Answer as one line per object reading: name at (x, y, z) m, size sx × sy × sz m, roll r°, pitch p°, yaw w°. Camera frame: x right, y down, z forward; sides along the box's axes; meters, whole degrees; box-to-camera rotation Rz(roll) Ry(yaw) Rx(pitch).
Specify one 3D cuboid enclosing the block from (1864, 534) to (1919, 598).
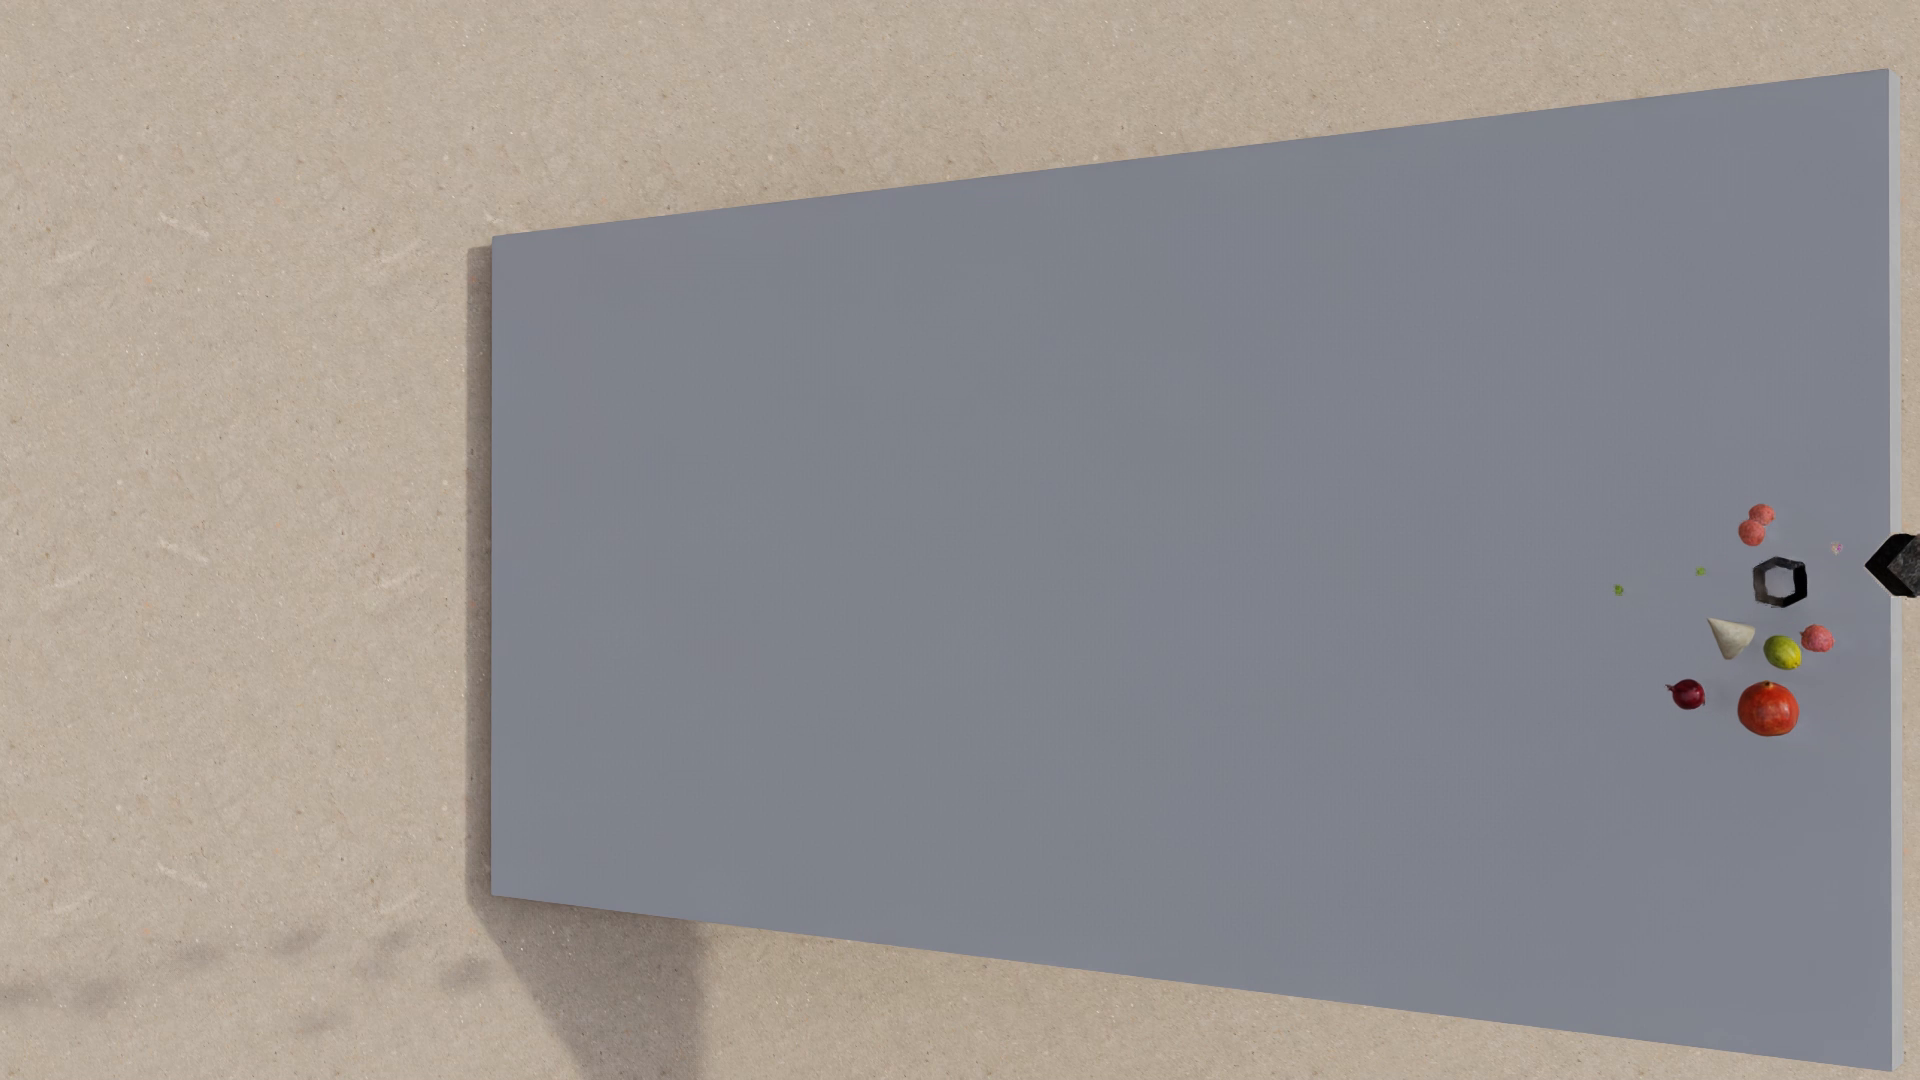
block at (1.645, 0.044, 3.829) m, size 0.076 × 0.076 × 0.076 m, roll 44°, pitch 86°, yaw -5°

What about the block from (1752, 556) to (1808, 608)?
block at (1.409, 0.072, 3.778) m, size 0.061 × 0.061 × 0.061 m, roll -21°, pitch 111°, yaw -25°

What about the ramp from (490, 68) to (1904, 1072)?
ramp at (0.245, 0.068, 5.570) m, size 4.000 × 0.100 × 2.000 m, roll 0°, pitch 89°, yaw 35°
